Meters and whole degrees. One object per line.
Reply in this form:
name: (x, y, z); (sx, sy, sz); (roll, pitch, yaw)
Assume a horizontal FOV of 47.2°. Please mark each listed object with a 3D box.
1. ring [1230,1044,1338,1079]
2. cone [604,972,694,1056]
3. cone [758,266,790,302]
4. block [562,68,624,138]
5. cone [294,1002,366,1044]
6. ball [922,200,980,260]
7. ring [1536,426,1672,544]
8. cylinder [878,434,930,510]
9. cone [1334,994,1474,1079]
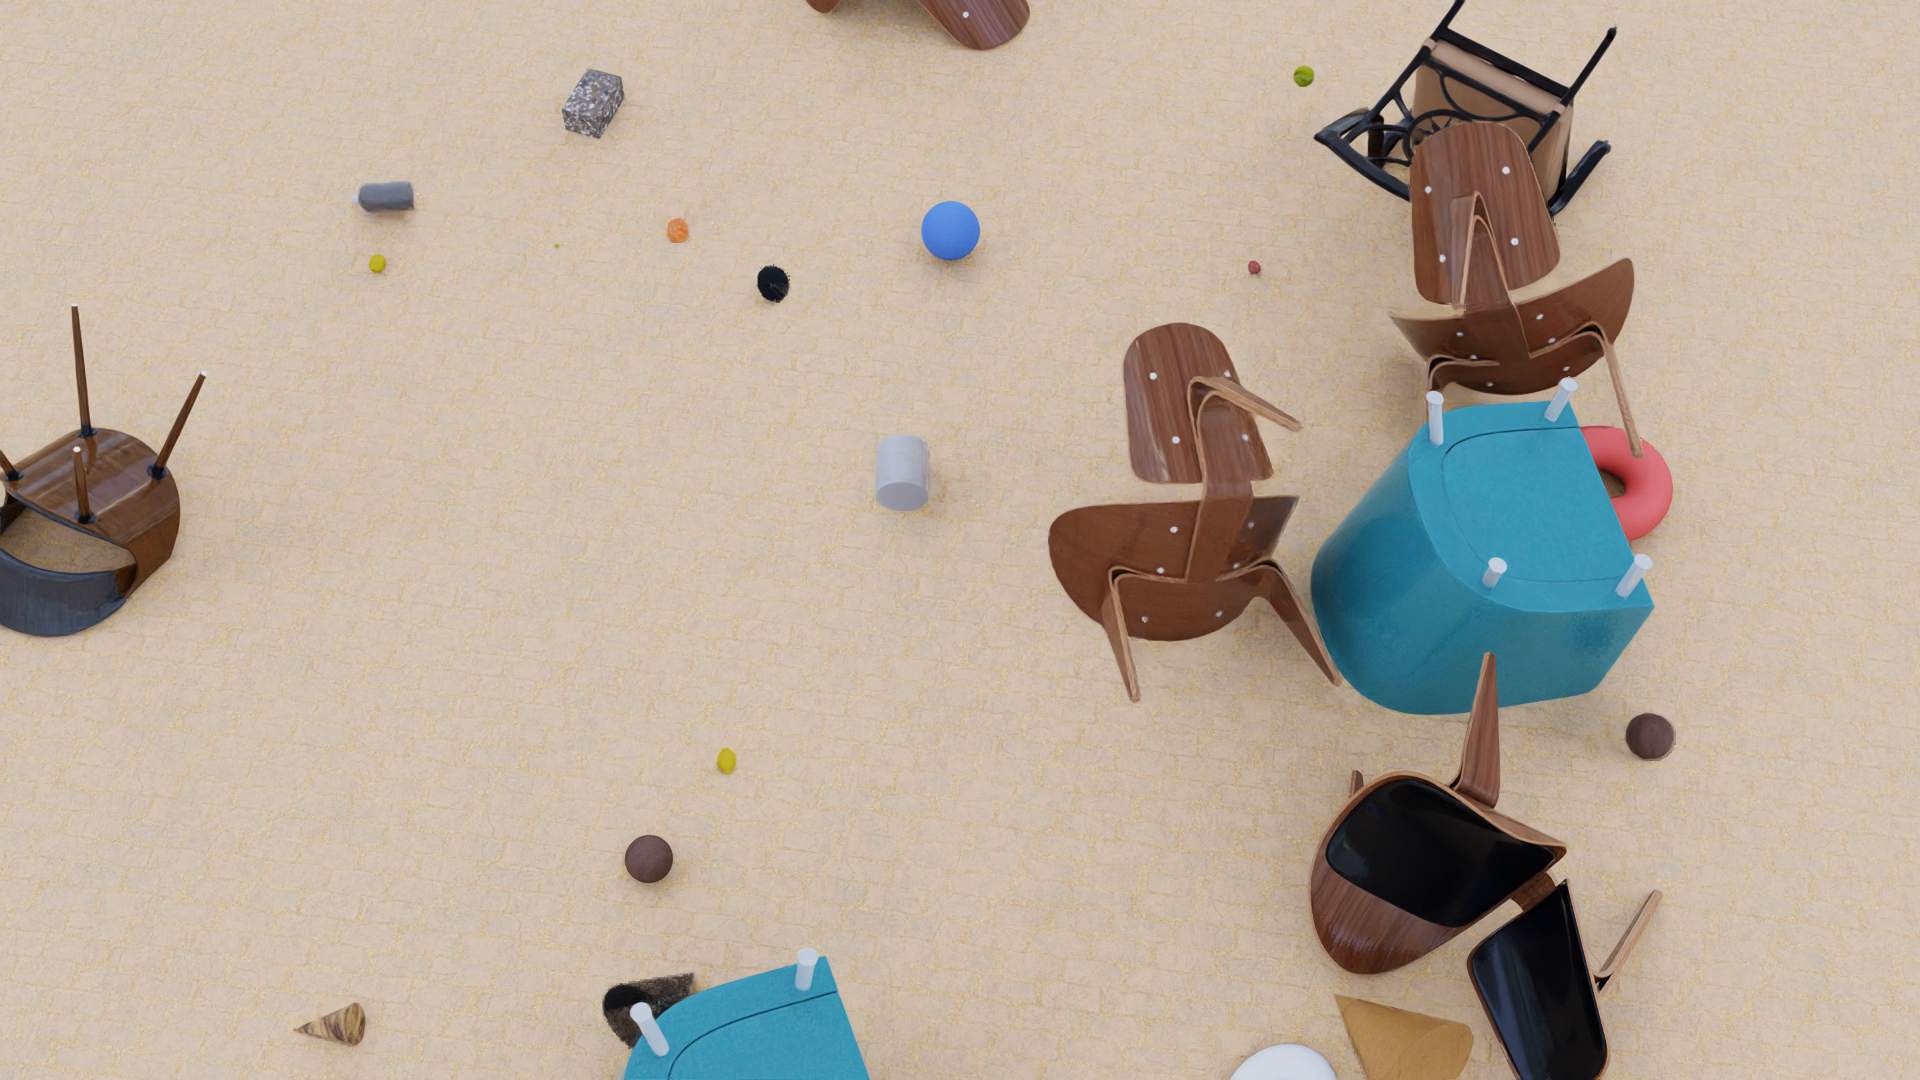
ring: (0.811, 1.430, 5.580); (0.272, 0.059, 0.347); (38, 63, 22)
cone: (-0.760, 1.187, 5.718); (0.242, 0.211, 0.231); (3, 24, 33)
cone: (-0.628, -0.832, 7.100); (0.094, 0.128, 0.109); (16, 71, 52)
block: (-1.252, -1.492, 7.516); (0.127, 0.099, 0.209); (16, 58, 11)
cone: (-1.649, 1.261, 5.699); (0.181, 0.098, 0.112); (-8, 38, 13)
ball: (-0.031, -1.003, 7.132); (0.192, 0.192, 0.192); (0, 56, 0)
ring: (1.932, -0.168, 6.602); (0.413, 0.142, 0.399); (-22, 60, -15)
cylinder: (-0.170, -0.203, 6.619); (0.155, 0.150, 0.175); (11, 54, -17)
cone: (1.077, 1.263, 5.649); (0.320, 0.276, 0.348); (-26, 38, -23)
